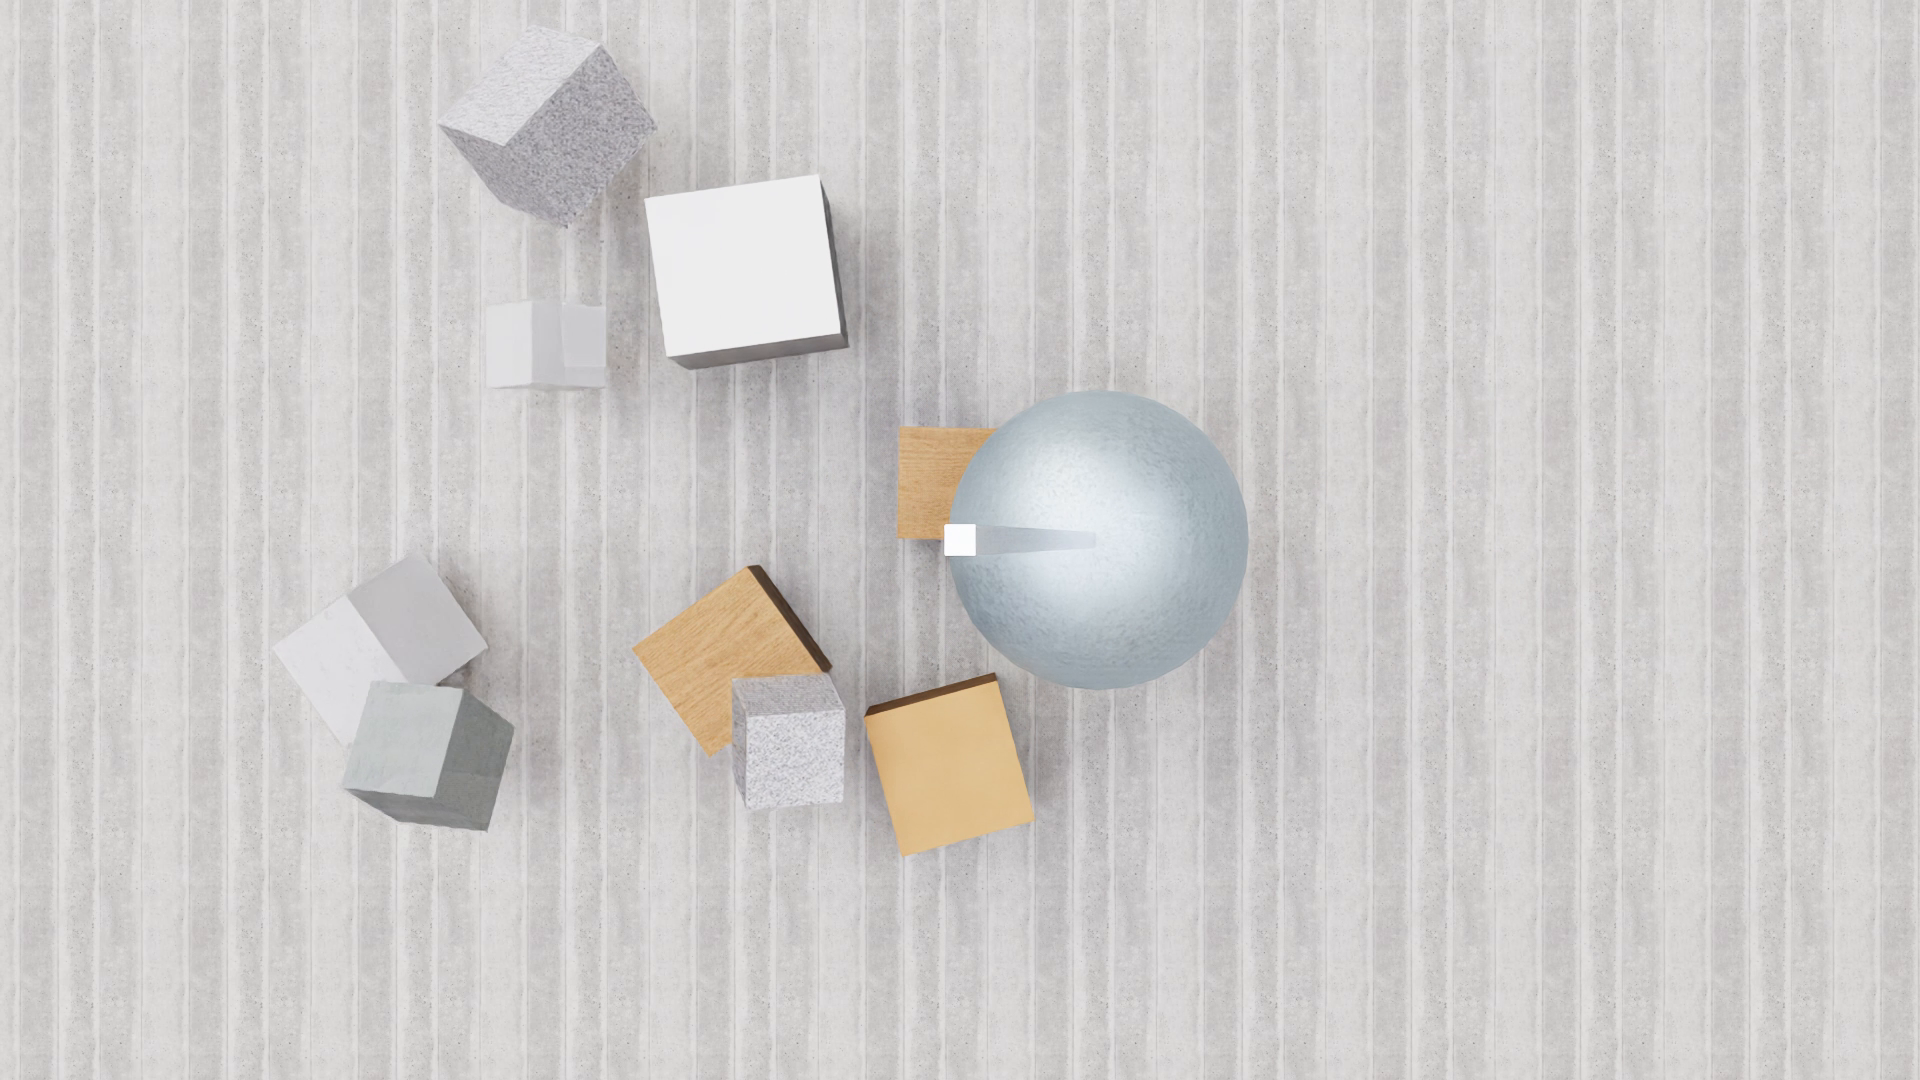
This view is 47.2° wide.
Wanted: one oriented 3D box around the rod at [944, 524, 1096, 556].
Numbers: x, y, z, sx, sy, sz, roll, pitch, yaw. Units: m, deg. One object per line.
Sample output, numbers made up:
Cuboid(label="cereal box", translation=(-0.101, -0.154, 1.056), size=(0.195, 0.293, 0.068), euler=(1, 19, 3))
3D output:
Cuboid(label="rod", translation=(0.317, 0.000, 8.313), size=(0.080, 5.200, 0.080), euler=(0, 90, 7))

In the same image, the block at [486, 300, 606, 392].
Cuboid(label="block", translation=(-2.310, -1.077, 12.269), size=(0.417, 0.499, 0.449), euler=(0, 90, 43))

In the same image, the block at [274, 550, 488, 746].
Cuboid(label="block", translation=(-3.285, 0.609, 12.496), size=(0.686, 0.693, 0.683), euler=(-31, 96, 31))

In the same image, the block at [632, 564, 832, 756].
Cuboid(label="block", translation=(-1.286, 0.676, 12.595), size=(0.786, 0.809, 0.744), euler=(-36, 90, 0))

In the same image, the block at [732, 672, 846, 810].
Cuboid(label="block", translation=(-0.942, 1.091, 11.999), size=(0.533, 0.491, 0.552), euler=(-3, 112, -15))

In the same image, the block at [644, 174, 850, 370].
Cuboid(label="block", translation=(-1.189, -1.503, 12.519), size=(0.962, 0.962, 0.875), euler=(-8, 90, 0))

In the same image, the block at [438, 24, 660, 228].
Cuboid(label="block", translation=(-2.270, -2.294, 12.160), size=(0.661, 0.632, 0.794), euler=(24, 68, 41))

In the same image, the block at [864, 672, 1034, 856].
Cuboid(label="block", translation=(-0.058, 1.270, 12.601), size=(0.769, 0.798, 0.805), euler=(-15, 90, 0))

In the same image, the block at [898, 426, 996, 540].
Cuboid(label="block", translation=(-0.007, -0.317, 12.689), size=(0.681, 0.622, 0.629), euler=(1, 90, 0))

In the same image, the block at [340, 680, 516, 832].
Cuboid(label="block", translation=(-2.853, 1.165, 11.837), size=(0.560, 0.617, 0.601), euler=(4, 67, 18))

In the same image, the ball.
Cuboid(label="ball", translation=(0.731, 0.000, 11.688), size=(1.600, 1.600, 1.600), euler=(0, 90, 0))
